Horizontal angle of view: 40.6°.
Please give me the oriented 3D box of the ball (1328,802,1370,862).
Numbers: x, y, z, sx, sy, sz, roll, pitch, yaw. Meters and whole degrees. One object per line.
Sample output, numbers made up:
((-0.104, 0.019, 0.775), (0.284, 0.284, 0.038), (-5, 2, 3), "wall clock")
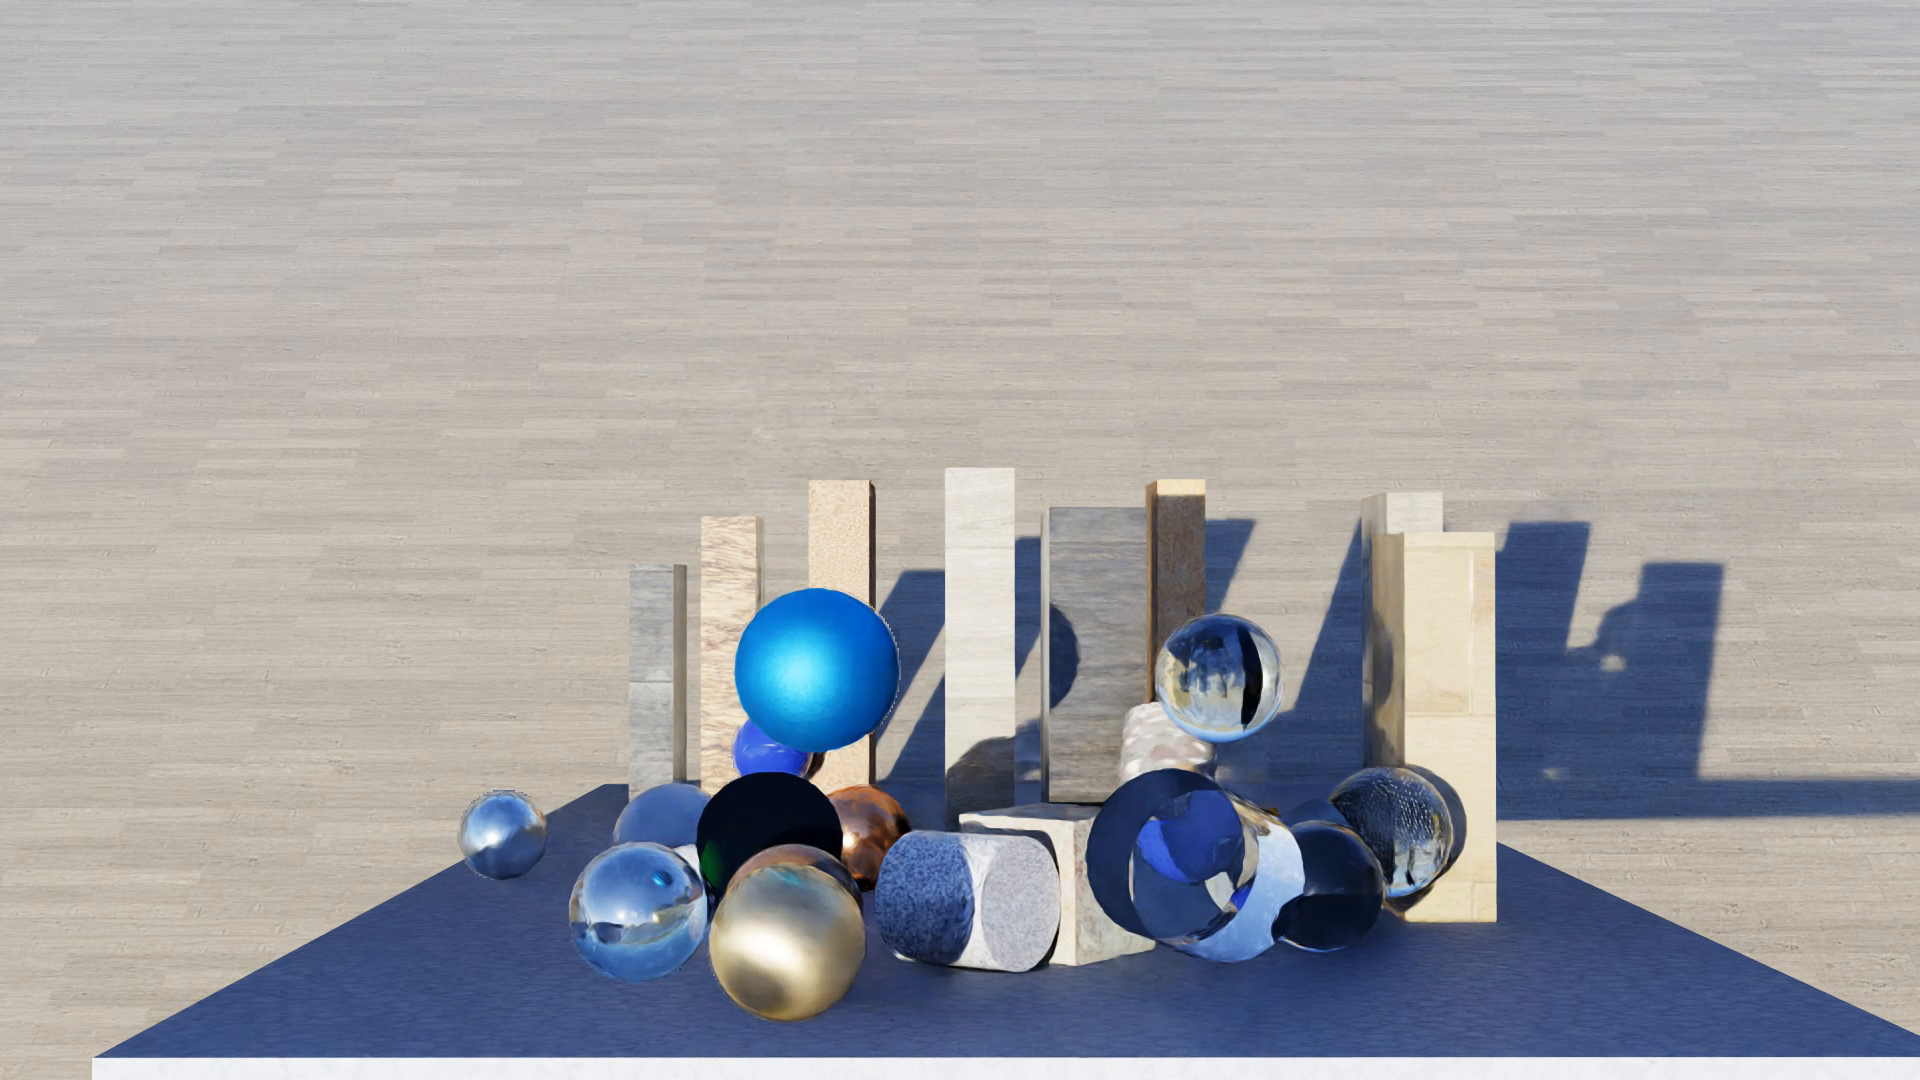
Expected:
((0.595, 0.507, 4.263), (0.153, 0.153, 0.153), (0, 33, 0), "ball")

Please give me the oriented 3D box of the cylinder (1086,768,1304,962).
((0.292, 0.404, 3.200), (0.207, 0.207, 0.207), (24, -4, 32), "cylinder")

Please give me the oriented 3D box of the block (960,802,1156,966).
((0.136, 0.472, 3.582), (0.192, 0.192, 0.192), (-1, -1, 38), "block")

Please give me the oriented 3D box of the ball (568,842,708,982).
((-0.398, 0.460, 3.216), (0.172, 0.172, 0.172), (0, 33, 0), "ball")

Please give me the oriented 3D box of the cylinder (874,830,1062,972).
((0.011, 0.478, 3.445), (0.176, 0.176, 0.176), (-2, 26, 38), "cylinder")

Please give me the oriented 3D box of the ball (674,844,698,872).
((-0.406, 0.520, 3.948), (0.113, 0.113, 0.113), (0, 33, 0), "ball")

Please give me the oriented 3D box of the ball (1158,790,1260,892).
((0.345, 0.417, 3.590), (0.140, 0.140, 0.140), (0, 33, 0), "ball")

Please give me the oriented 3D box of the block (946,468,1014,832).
((0.033, 0.235, 4.434), (0.115, 0.705, 0.251), (0, -1, 0), "block")

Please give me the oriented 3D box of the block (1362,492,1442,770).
((0.990, 0.258, 5.821), (0.122, 0.715, 0.349), (0, -1, 0), "block")

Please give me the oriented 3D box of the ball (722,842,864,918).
((-0.211, 0.472, 3.269), (0.181, 0.181, 0.181), (0, 33, 0), "ball")

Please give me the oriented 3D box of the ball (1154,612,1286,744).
((0.340, 0.181, 3.399), (0.171, 0.171, 0.171), (0, 33, 0), "ball")

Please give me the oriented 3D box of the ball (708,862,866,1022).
((-0.200, 0.466, 3.013), (0.182, 0.182, 0.182), (0, 33, 0), "ball")

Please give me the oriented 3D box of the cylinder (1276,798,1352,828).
((0.479, 0.474, 3.745), (0.153, 0.153, 0.153), (-23, 39, -25), "cylinder")

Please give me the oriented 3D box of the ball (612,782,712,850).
((-0.456, 0.484, 4.138), (0.194, 0.194, 0.194), (0, 33, 0), "ball")

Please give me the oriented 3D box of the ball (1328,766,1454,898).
((0.628, 0.430, 3.822), (0.193, 0.193, 0.193), (0, 33, 0), "ball")

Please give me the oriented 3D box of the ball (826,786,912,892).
((-0.169, 0.496, 4.312), (0.177, 0.177, 0.177), (0, 33, 0), "ball")

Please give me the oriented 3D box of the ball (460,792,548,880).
((-0.791, 0.513, 4.499), (0.151, 0.151, 0.151), (0, 33, 0), "ball")

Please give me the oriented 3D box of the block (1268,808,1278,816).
((0.460, 0.509, 4.242), (0.109, 0.109, 0.109), (-11, -8, -22), "block")

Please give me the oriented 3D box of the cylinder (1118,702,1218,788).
((0.282, 0.307, 3.512), (0.130, 0.130, 0.130), (4, 60, 6), "cylinder")

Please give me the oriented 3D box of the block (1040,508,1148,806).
((0.198, 0.267, 3.920), (0.140, 0.619, 0.399), (0, -1, 0), "block")

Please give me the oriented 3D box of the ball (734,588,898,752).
((-0.172, 0.156, 3.105), (0.197, 0.197, 0.197), (0, 33, 0), "ball")

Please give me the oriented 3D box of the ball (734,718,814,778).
((-0.365, 0.412, 5.081), (0.157, 0.157, 0.157), (0, 33, 0), "ball")

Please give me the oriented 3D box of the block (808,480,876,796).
((-0.240, 0.245, 5.345), (0.119, 0.721, 0.427), (0, -1, 0), "block")

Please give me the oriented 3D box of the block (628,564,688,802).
((-0.705, 0.339, 6.074), (0.101, 0.564, 0.295), (0, -1, 0), "block")

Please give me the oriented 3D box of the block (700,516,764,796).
((-0.510, 0.283, 5.833), (0.120, 0.666, 0.248), (0, -1, 0), "block")

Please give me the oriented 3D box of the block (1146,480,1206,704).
((0.473, 0.244, 5.710), (0.102, 0.739, 0.360), (0, -1, 0), "block")

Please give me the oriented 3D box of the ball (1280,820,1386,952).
((0.491, 0.474, 3.556), (0.181, 0.181, 0.181), (0, 33, 0), "ball")

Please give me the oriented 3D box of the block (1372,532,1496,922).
((0.739, 0.285, 4.065), (0.136, 0.587, 0.308), (0, -1, 0), "block")

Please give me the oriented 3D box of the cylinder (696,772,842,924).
((-0.257, 0.439, 3.507), (0.193, 0.193, 0.193), (2, 63, -3), "cylinder")

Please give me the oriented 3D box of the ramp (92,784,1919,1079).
((0.074, 0.644, 4.766), (2.000, 0.100, 4.000), (0, -1, 0), "ramp")
